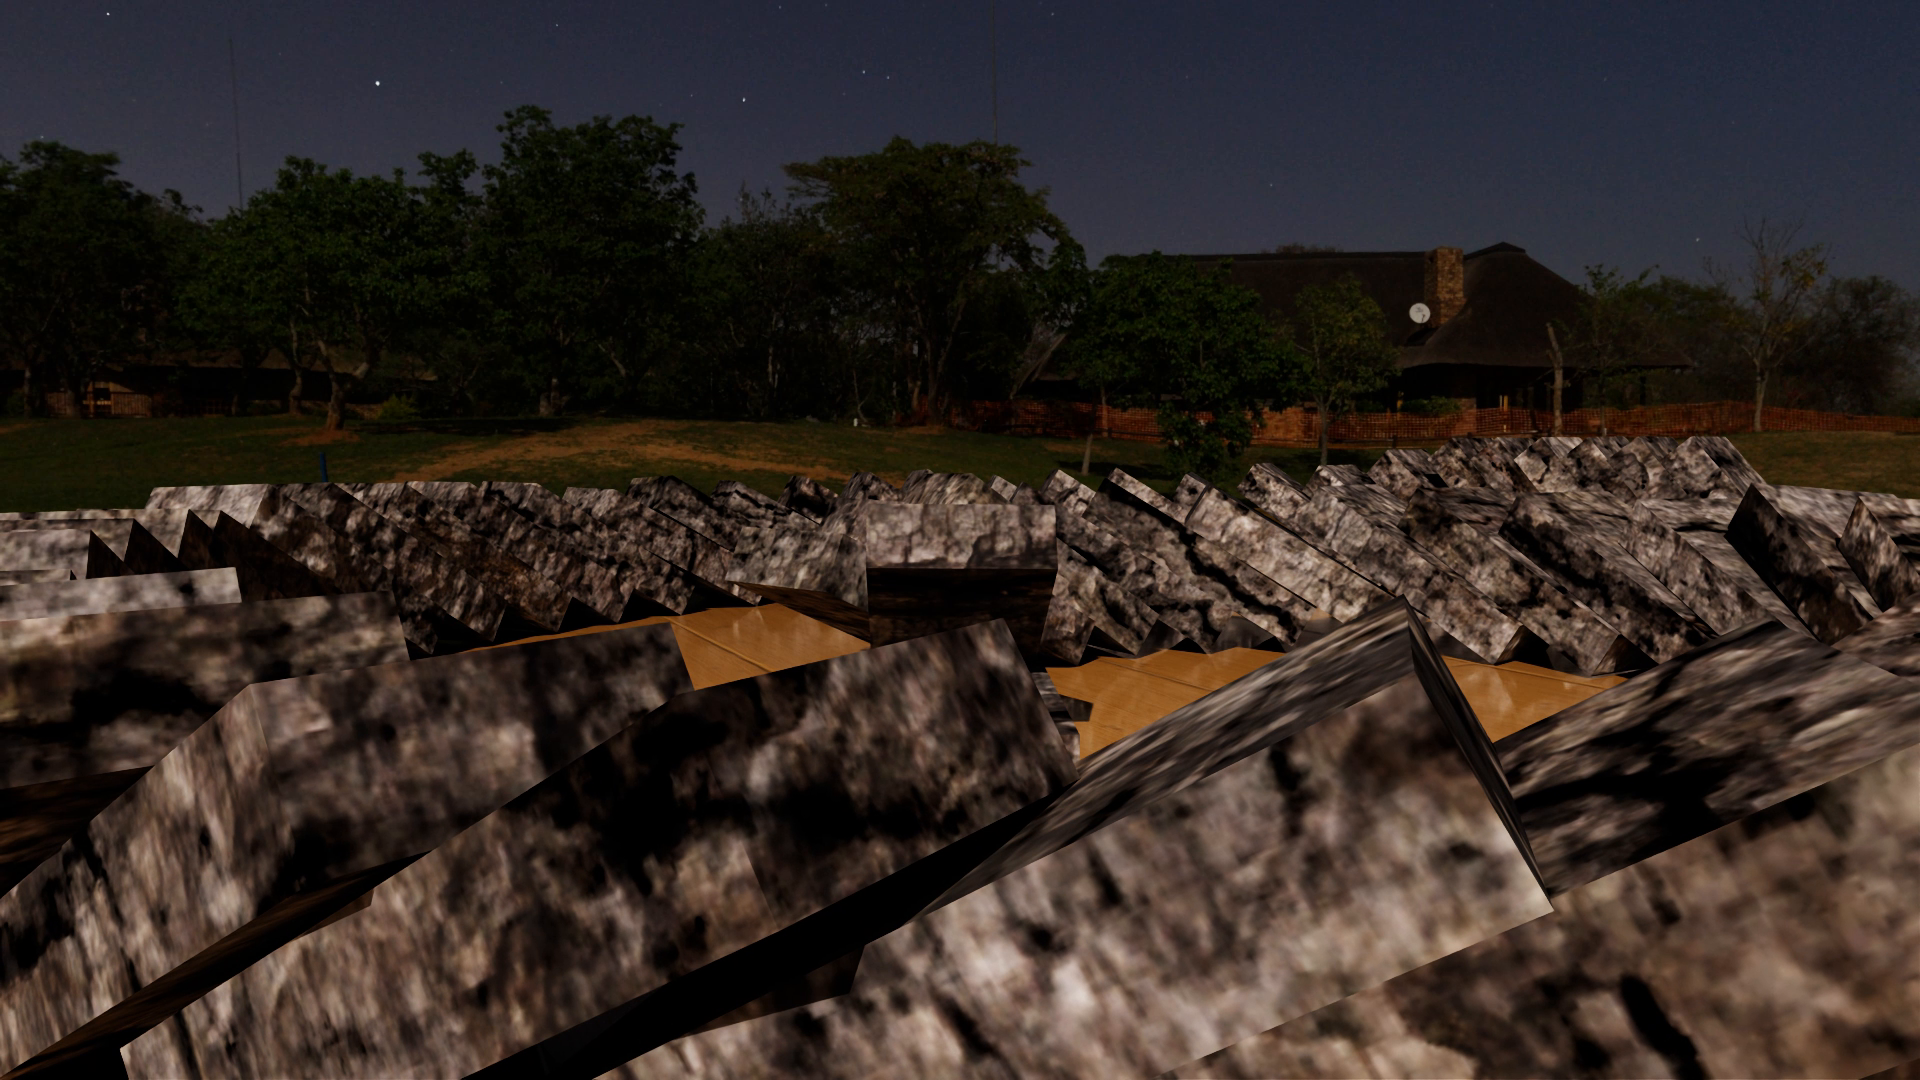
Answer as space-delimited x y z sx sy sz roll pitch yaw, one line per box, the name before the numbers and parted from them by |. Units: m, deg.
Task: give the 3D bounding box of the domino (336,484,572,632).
domino | -0.110 0.005 0.276 0.025 0.009 0.050 1 -27 30

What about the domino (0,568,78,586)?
domino | -0.093 0.017 0.122 0.025 0.010 0.050 -2 -24 -22

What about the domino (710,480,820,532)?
domino | -0.045 -0.001 0.361 0.050 0.009 0.025 29 -8 -22

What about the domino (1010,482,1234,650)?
domino | 0.032 0.005 0.272 0.050 0.009 0.025 32 3 0

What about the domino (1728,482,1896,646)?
domino | 0.146 0.010 0.201 0.025 0.009 0.050 4 35 -2

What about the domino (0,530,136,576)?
domino | -0.111 0.014 0.158 0.025 0.009 0.050 -1 -26 -10

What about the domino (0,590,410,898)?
domino | -0.060 0.019 0.092 0.025 0.009 0.050 -4 -23 -45

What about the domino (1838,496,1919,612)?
domino | 0.147 0.012 0.179 0.025 0.009 0.050 4 35 9

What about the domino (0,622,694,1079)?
domino | -0.041 0.021 0.081 0.050 0.010 0.025 -30 -14 33

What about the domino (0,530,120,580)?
domino | -0.101 0.015 0.138 0.025 0.009 0.050 -3 -25 -20

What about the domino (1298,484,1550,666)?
domino | 0.098 0.006 0.268 0.025 0.010 0.050 -4 36 -44

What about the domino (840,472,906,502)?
domino | -0.010 -0.003 0.376 0.050 0.010 0.025 31 -6 -15

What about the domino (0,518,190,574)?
domino | -0.116 0.013 0.177 0.025 0.009 0.050 -1 -25 -6

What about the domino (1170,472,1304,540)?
domino | 0.089 -0.003 0.390 0.050 0.009 0.025 32 11 10

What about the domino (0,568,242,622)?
domino | -0.076 0.018 0.104 0.025 0.010 0.050 -6 -22 -40

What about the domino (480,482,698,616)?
domino | -0.091 0.002 0.312 0.025 0.009 0.050 4 -25 42

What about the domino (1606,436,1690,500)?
domino | 0.189 -0.004 0.325 0.025 0.050 0.009 -4 -34 -43

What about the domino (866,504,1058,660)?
domino | -0.001 0.011 0.191 0.025 0.009 0.050 0 -27 -2

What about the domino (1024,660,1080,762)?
domino | 0.001 0.025 0.171 0.025 0.009 0.050 0 4 -1

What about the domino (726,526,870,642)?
domino | -0.013 0.012 0.222 0.025 0.009 0.050 4 -18 43

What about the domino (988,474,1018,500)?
domino | 0.030 -0.003 0.387 0.050 0.010 0.025 30 3 -3

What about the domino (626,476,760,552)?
domino | -0.064 -0.001 0.344 0.050 0.009 0.025 33 -19 -33

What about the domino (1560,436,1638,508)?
domino | 0.181 -0.005 0.335 0.025 0.050 0.009 -5 -34 -43

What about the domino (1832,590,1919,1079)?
domino | 0.042 0.020 0.065 0.050 0.009 0.025 -33 5 0

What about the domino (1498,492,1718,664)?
domino | 0.128 0.008 0.238 0.025 0.009 0.050 -2 34 -25

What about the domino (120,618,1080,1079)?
domino | -0.021 0.021 0.070 0.050 0.009 0.025 -32 -13 29

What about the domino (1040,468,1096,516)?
domino | 0.048 -0.004 0.389 0.050 0.009 0.025 32 3 -2

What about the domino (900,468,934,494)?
domino | 0.007 -0.004 0.382 0.050 0.010 0.025 31 -6 -12

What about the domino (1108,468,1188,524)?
domino | 0.066 -0.004 0.390 0.050 0.009 0.025 32 3 2

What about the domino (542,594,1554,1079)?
domino | 0.002 0.020 0.065 0.050 0.010 0.025 -31 -5 18

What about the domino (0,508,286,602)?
domino | -0.119 0.011 0.196 0.025 0.009 0.050 -2 -25 -4

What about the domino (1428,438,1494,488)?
domino | 0.157 -0.007 0.363 0.025 0.050 0.009 -4 -35 -43

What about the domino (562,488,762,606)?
domino | -0.076 0.002 0.330 0.025 0.009 0.050 5 -21 47

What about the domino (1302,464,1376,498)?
domino | 0.129 -0.004 0.382 0.025 0.009 0.050 -5 41 -49

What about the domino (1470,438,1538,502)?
domino | 0.165 -0.006 0.354 0.025 0.050 0.009 -4 -34 -43

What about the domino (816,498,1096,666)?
domino | -0.001 0.008 0.243 0.050 0.009 0.025 32 -15 -33

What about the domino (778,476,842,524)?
domino | -0.027 -0.002 0.370 0.050 0.010 0.025 30 -5 -18

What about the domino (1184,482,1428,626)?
domino | 0.071 0.005 0.269 0.050 0.009 0.025 32 9 6

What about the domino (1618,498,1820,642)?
domino | 0.140 0.010 0.218 0.025 0.009 0.050 -1 33 -12

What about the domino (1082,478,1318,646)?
domino | 0.050 0.004 0.273 0.050 0.009 0.025 32 3 5

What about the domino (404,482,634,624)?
domino | -0.102 0.003 0.294 0.025 0.009 0.050 3 -27 36

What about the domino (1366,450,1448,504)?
domino | 0.144 -0.006 0.372 0.025 0.009 0.050 -4 49 -45

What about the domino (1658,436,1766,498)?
domino | 0.197 -0.003 0.316 0.025 0.050 0.009 -4 -34 -43

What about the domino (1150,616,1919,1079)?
domino | 0.019 0.021 0.061 0.050 0.009 0.025 -31 -5 17

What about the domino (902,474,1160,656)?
domino | 0.013 0.005 0.257 0.050 0.010 0.025 36 -12 -22

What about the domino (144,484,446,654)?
domino | -0.122 0.007 0.238 0.025 0.010 0.050 -1 -29 17

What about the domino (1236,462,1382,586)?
domino | 0.109 -0.005 0.387 0.050 0.010 0.025 39 18 17

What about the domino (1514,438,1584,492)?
domino | 0.173 -0.005 0.345 0.025 0.050 0.009 -4 -34 -43

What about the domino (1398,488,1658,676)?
domino | 0.115 0.007 0.255 0.025 0.010 0.050 -2 35 -33

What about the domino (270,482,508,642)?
domino | -0.118 0.006 0.257 0.025 0.009 0.050 0 -28 24

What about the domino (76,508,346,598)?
domino | -0.123 0.010 0.219 0.025 0.009 0.050 1 -24 9
